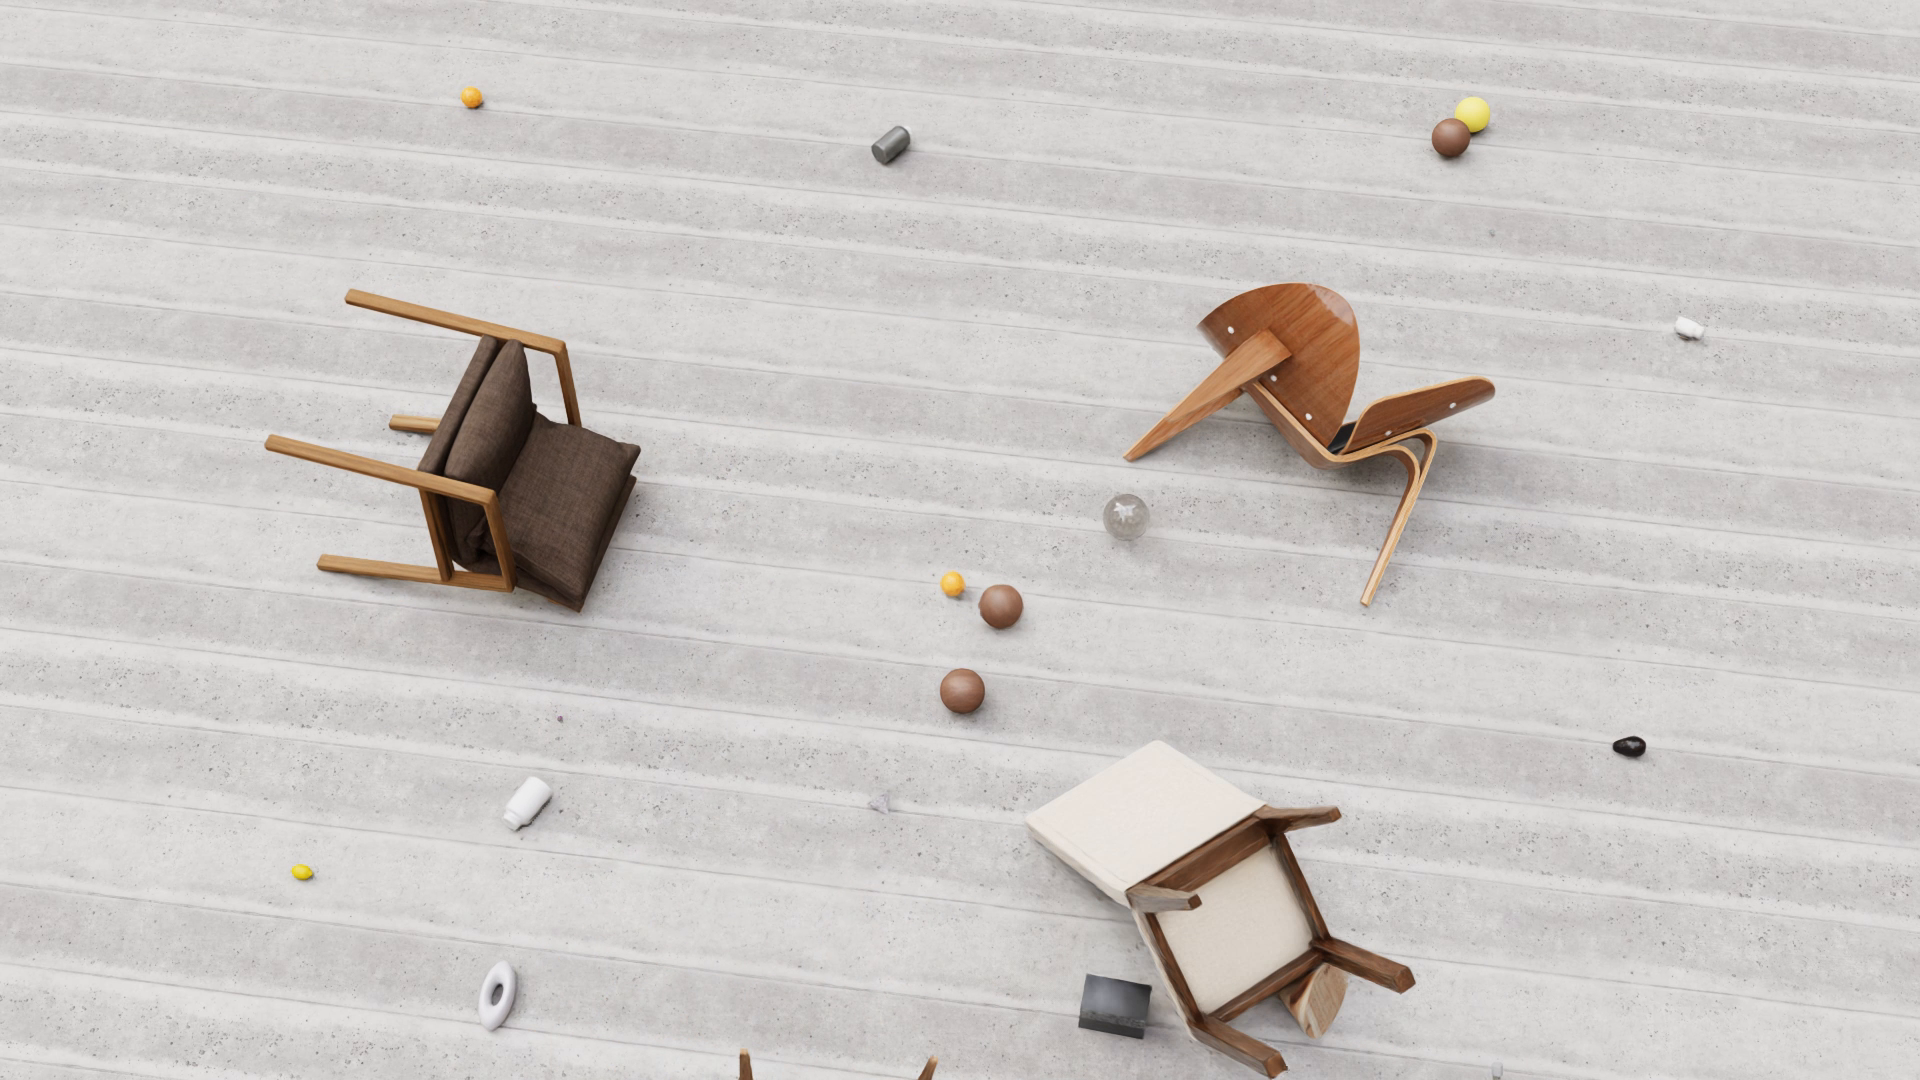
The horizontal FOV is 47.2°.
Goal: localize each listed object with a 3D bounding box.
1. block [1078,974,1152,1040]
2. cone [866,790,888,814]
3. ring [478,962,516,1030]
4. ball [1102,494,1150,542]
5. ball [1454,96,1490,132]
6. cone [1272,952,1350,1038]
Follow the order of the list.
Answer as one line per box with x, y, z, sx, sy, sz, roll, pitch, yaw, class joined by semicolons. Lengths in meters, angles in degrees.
0.400;1.207;5.688;0.170;0.127;0.098;9;57;6;block
-0.213;0.734;6.064;0.070;0.065;0.061;-32;90;-20;cone
-1.208;1.188;5.741;0.087;0.061;0.188;7;57;2;ring
0.494;-0.067;6.534;0.142;0.142;0.142;0;56;0;ball
1.742;-1.445;7.472;0.119;0.119;0.119;0;56;0;ball
0.885;1.176;5.737;0.163;0.161;0.290;0;31;36;cone
